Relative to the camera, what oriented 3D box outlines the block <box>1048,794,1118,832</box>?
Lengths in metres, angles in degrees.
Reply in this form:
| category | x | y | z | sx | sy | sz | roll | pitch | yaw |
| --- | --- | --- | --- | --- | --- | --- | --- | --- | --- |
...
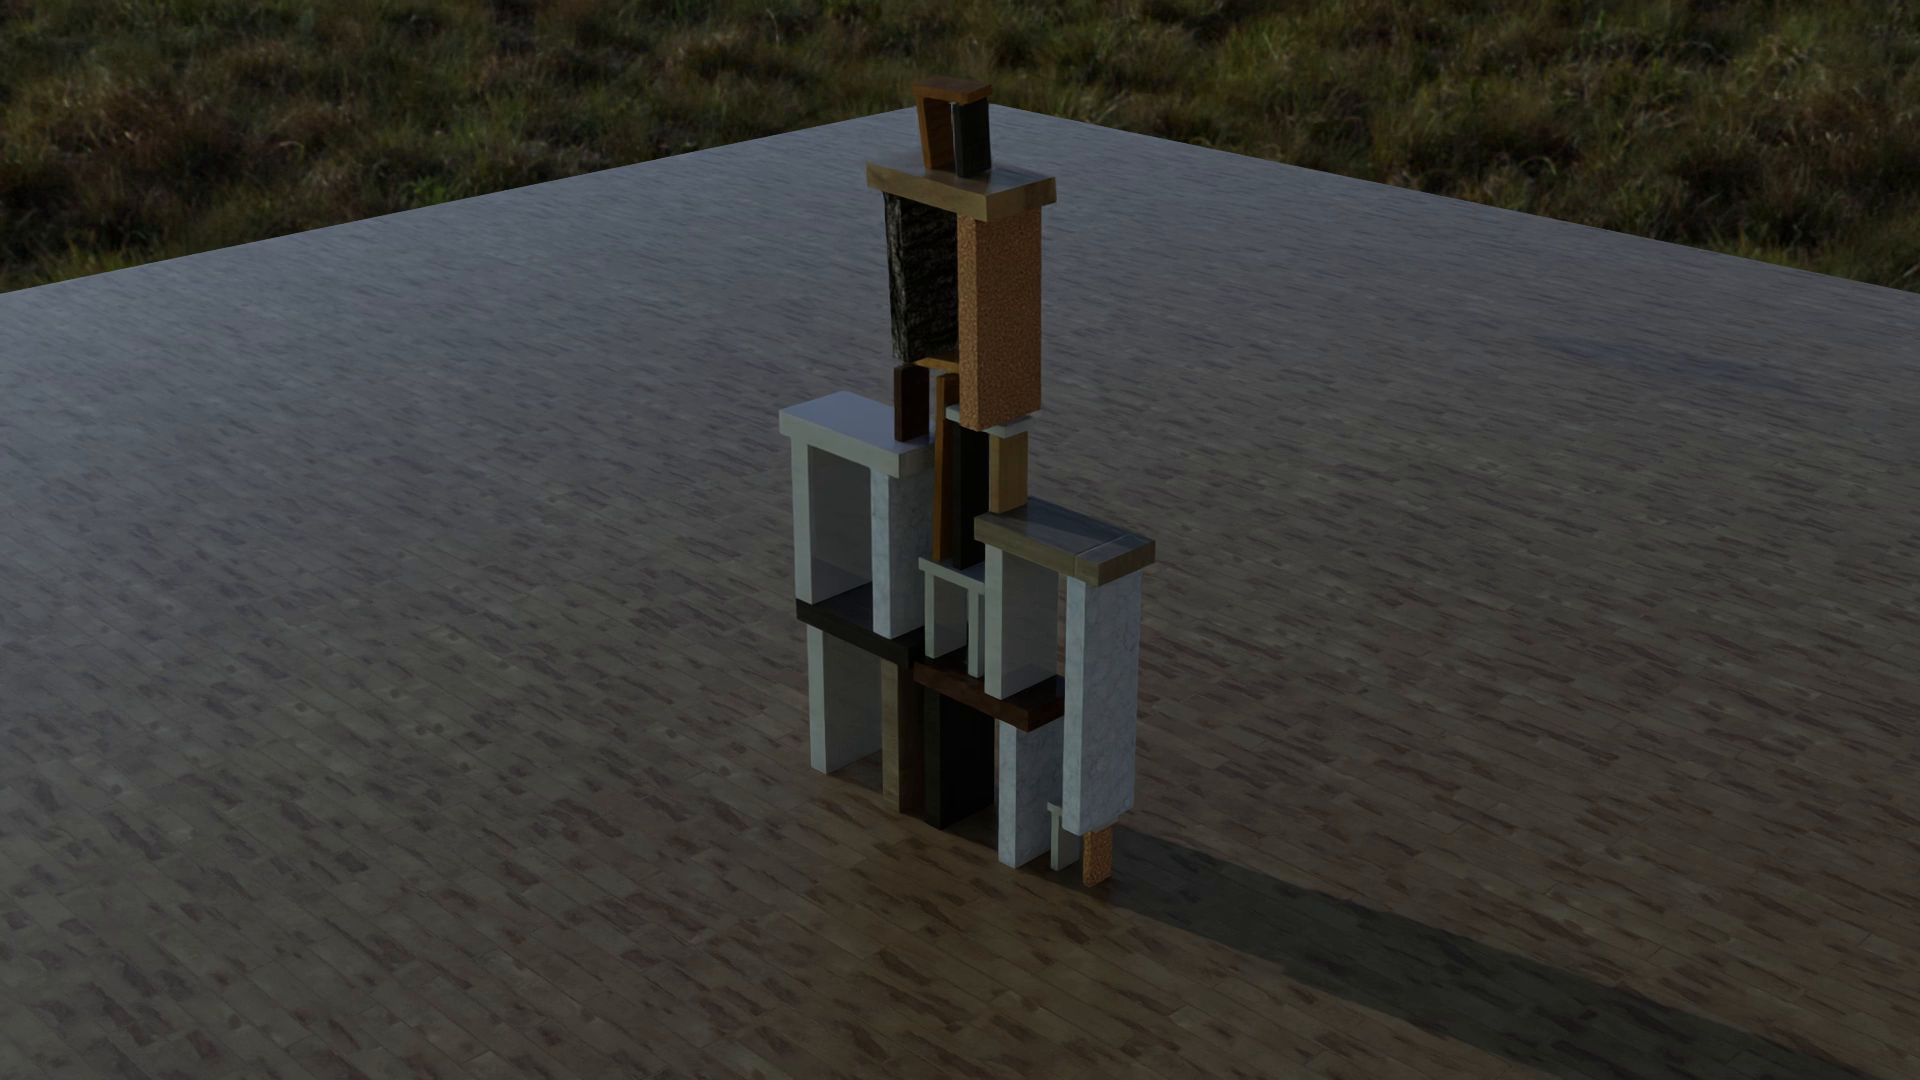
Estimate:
| category | x | y | z | sx | sy | sz | roll | pitch | yaw |
| --- | --- | --- | --- | --- | --- | --- | --- | --- | --- |
| block | 0.234 | 0.518 | 4.197 | 0.125 | 0.018 | 0.063 | 21 | 31 | 41 |

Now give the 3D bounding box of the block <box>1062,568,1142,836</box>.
| category | x | y | z | sx | sy | sz | roll | pitch | yaw |
| --- | --- | --- | --- | --- | --- | --- | --- | --- | --- |
| block | 0.261 | 0.287 | 4.057 | 0.154 | 0.517 | 0.044 | -21 | 31 | -41 |

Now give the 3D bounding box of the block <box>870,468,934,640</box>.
| category | x | y | z | sx | sy | sz | roll | pitch | yaw |
| --- | --- | --- | --- | --- | --- | --- | --- | --- | --- |
| block | -0.092 | 0.004 | 4.330 | 0.175 | 0.349 | 0.049 | -21 | 31 | -41 |

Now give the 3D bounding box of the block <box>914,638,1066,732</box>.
| category | x | y | z | sx | sy | sz | roll | pitch | yaw |
| --- | --- | --- | --- | --- | --- | --- | --- | --- | --- |
| block | 0.073 | 0.277 | 4.261 | 0.309 | 0.044 | 0.154 | 21 | 31 | 41 |

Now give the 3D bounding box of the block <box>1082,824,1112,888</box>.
| category | x | y | z | sx | sy | sz | roll | pitch | yaw |
| --- | --- | --- | --- | --- | --- | --- | --- | --- | --- |
| block | 0.263 | 0.595 | 4.198 | 0.063 | 0.125 | 0.018 | -21 | 31 | -41 |

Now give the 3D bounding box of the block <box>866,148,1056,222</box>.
| category | x | y | z | sx | sy | sz | roll | pitch | yaw |
| --- | --- | --- | --- | --- | --- | --- | --- | --- | --- |
| block | -0.001 | -0.643 | 3.944 | 0.165 | 0.047 | 0.329 | -22 | 31 | -36 |

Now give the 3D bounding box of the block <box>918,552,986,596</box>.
| category | x | y | z | sx | sy | sz | roll | pitch | yaw |
| --- | --- | --- | --- | --- | --- | --- | --- | --- | --- |
| block | 0.015 | 0.057 | 4.231 | 0.180 | 0.025 | 0.090 | 21 | 31 | 40 |

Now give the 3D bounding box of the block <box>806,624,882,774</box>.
| category | x | y | z | sx | sy | sz | roll | pitch | yaw |
| --- | --- | --- | --- | --- | --- | --- | --- | --- | --- |
| block | -0.238 | 0.308 | 4.608 | 0.047 | 0.333 | 0.166 | 21 | 31 | 41 |

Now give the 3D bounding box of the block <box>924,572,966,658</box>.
| category | x | y | z | sx | sy | sz | roll | pitch | yaw |
| --- | --- | --- | --- | --- | --- | --- | --- | --- | --- |
| block | -0.028 | 0.134 | 4.311 | 0.090 | 0.180 | 0.025 | -21 | 31 | -41 |

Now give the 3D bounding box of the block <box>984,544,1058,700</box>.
| category | x | y | z | sx | sy | sz | roll | pitch | yaw |
| --- | --- | --- | --- | --- | --- | --- | --- | --- | --- |
| block | 0.116 | 0.133 | 4.151 | 0.154 | 0.308 | 0.044 | -21 | 31 | -41 |

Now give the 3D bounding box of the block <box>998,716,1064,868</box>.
| category | x | y | z | sx | sy | sz | roll | pitch | yaw |
| --- | --- | --- | --- | --- | --- | --- | --- | --- | --- |
| block | 0.145 | 0.468 | 4.263 | 0.044 | 0.309 | 0.154 | 21 | 31 | 41 |

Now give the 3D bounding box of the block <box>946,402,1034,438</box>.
| category | x | y | z | sx | sy | sz | roll | pitch | yaw |
| --- | --- | --- | --- | --- | --- | --- | --- | --- | --- |
| block | 0.054 | -0.226 | 4.072 | 0.076 | 0.022 | 0.153 | -21 | 31 | -40 |

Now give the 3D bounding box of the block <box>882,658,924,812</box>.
| category | x | y | z | sx | sy | sz | roll | pitch | yaw |
| --- | --- | --- | --- | --- | --- | --- | --- | --- | --- |
| block | -0.081 | 0.370 | 4.463 | 0.167 | 0.333 | 0.047 | -21 | 31 | -41 |

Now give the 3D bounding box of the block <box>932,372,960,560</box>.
| category | x | y | z | sx | sy | sz | roll | pitch | yaw |
| --- | --- | --- | --- | --- | --- | --- | --- | --- | --- |
| block | -0.014 | -0.142 | 4.195 | 0.073 | 0.367 | 0.021 | -17 | 29 | -39 |

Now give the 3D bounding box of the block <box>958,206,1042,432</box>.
| category | x | y | z | sx | sy | sz | roll | pitch | yaw |
| --- | --- | --- | --- | --- | --- | --- | --- | --- | --- |
| block | 0.073 | -0.407 | 3.962 | 0.165 | 0.396 | 0.047 | -22 | 32 | -40 |

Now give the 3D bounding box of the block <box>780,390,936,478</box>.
| category | x | y | z | sx | sy | sz | roll | pitch | yaw |
| --- | --- | --- | --- | --- | --- | --- | --- | --- | --- |
| block | -0.176 | -0.211 | 4.327 | 0.175 | 0.049 | 0.349 | -21 | 31 | -40 |

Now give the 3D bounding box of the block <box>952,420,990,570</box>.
| category | x | y | z | sx | sy | sz | roll | pitch | yaw |
| --- | --- | --- | --- | --- | --- | --- | --- | --- | --- |
| block | 0.021 | -0.093 | 4.169 | 0.022 | 0.299 | 0.077 | 21 | 31 | 40 |

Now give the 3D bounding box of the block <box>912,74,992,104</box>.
| category | x | y | z | sx | sy | sz | roll | pitch | yaw |
| --- | --- | --- | --- | --- | --- | --- | --- | --- | --- |
| block | -0.014 | -0.794 | 3.872 | 0.131 | 0.019 | 0.066 | 19 | 37 | 39 |

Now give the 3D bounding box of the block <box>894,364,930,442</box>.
| category | x | y | z | sx | sy | sz | roll | pitch | yaw |
| --- | --- | --- | --- | --- | --- | --- | --- | --- | --- |
| block | -0.092 | -0.267 | 4.208 | 0.021 | 0.146 | 0.073 | 21 | 31 | 40 |

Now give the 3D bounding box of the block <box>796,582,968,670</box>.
| category | x | y | z | sx | sy | sz | roll | pitch | yaw |
| --- | --- | --- | --- | --- | --- | --- | --- | --- | --- |
| block | -0.159 | 0.164 | 4.462 | 0.167 | 0.047 | 0.333 | -21 | 31 | -41 |

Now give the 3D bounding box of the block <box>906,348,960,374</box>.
| category | x | y | z | sx | sy | sz | roll | pitch | yaw |
| --- | --- | --- | --- | --- | --- | --- | --- | --- | --- |
| block | -0.032 | -0.346 | 4.173 | 0.146 | 0.021 | 0.073 | 15 | 29 | 36 |

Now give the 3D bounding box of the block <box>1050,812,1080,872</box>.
| category | x | y | z | sx | sy | sz | roll | pitch | yaw |
| --- | --- | --- | --- | --- | --- | --- | --- | --- | --- |
| block | 0.204 | 0.572 | 4.253 | 0.018 | 0.125 | 0.063 | 21 | 31 | 41 |

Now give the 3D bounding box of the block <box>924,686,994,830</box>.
| category | x | y | z | sx | sy | sz | roll | pitch | yaw |
| --- | --- | --- | --- | --- | --- | --- | --- | --- | --- |
| block | 0.000 | 0.411 | 4.397 | 0.044 | 0.309 | 0.154 | 21 | 31 | 41 |

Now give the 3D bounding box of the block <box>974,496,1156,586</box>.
| category | x | y | z | sx | sy | sz | roll | pitch | yaw |
| --- | --- | --- | --- | --- | --- | --- | --- | --- | --- |
| block | 0.189 | -0.001 | 4.016 | 0.154 | 0.044 | 0.308 | -21 | 31 | -41 |

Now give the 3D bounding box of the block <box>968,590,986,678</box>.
| category | x | y | z | sx | sy | sz | roll | pitch | yaw |
| --- | --- | --- | --- | --- | --- | --- | --- | --- | --- |
| block | 0.057 | 0.168 | 4.233 | 0.090 | 0.180 | 0.025 | -21 | 31 | -41 |

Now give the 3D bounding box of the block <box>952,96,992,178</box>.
| category | x | y | z | sx | sy | sz | roll | pitch | yaw |
| --- | --- | --- | --- | --- | --- | --- | --- | --- | --- |
| block | 0.022 | -0.710 | 3.868 | 0.066 | 0.131 | 0.019 | -27 | 37 | -33 |

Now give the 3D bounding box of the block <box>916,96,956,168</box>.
| category | x | y | z | sx | sy | sz | roll | pitch | yaw |
| --- | --- | --- | --- | --- | --- | --- | --- | --- | --- |
| block | -0.041 | -0.737 | 3.932 | 0.066 | 0.131 | 0.019 | -28 | 33 | -35 |

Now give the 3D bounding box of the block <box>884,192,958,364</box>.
| category | x | y | z | sx | sy | sz | roll | pitch | yaw |
| --- | --- | --- | --- | --- | --- | --- | --- | --- | --- |
| block | -0.055 | -0.511 | 4.114 | 0.165 | 0.329 | 0.047 | -22 | 32 | -35 |

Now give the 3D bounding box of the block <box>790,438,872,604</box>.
| category | x | y | z | sx | sy | sz | roll | pitch | yaw |
| --- | --- | --- | --- | --- | --- | --- | --- | --- | --- |
| block | -0.257 | -0.060 | 4.481 | 0.049 | 0.349 | 0.175 | 21 | 31 | 41 |

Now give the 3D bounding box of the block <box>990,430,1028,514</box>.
| category | x | y | z | sx | sy | sz | roll | pitch | yaw |
| --- | --- | --- | --- | --- | --- | --- | --- | --- | --- |
| block | 0.091 | -0.132 | 4.074 | 0.076 | 0.153 | 0.022 | -21 | 31 | -40 |
